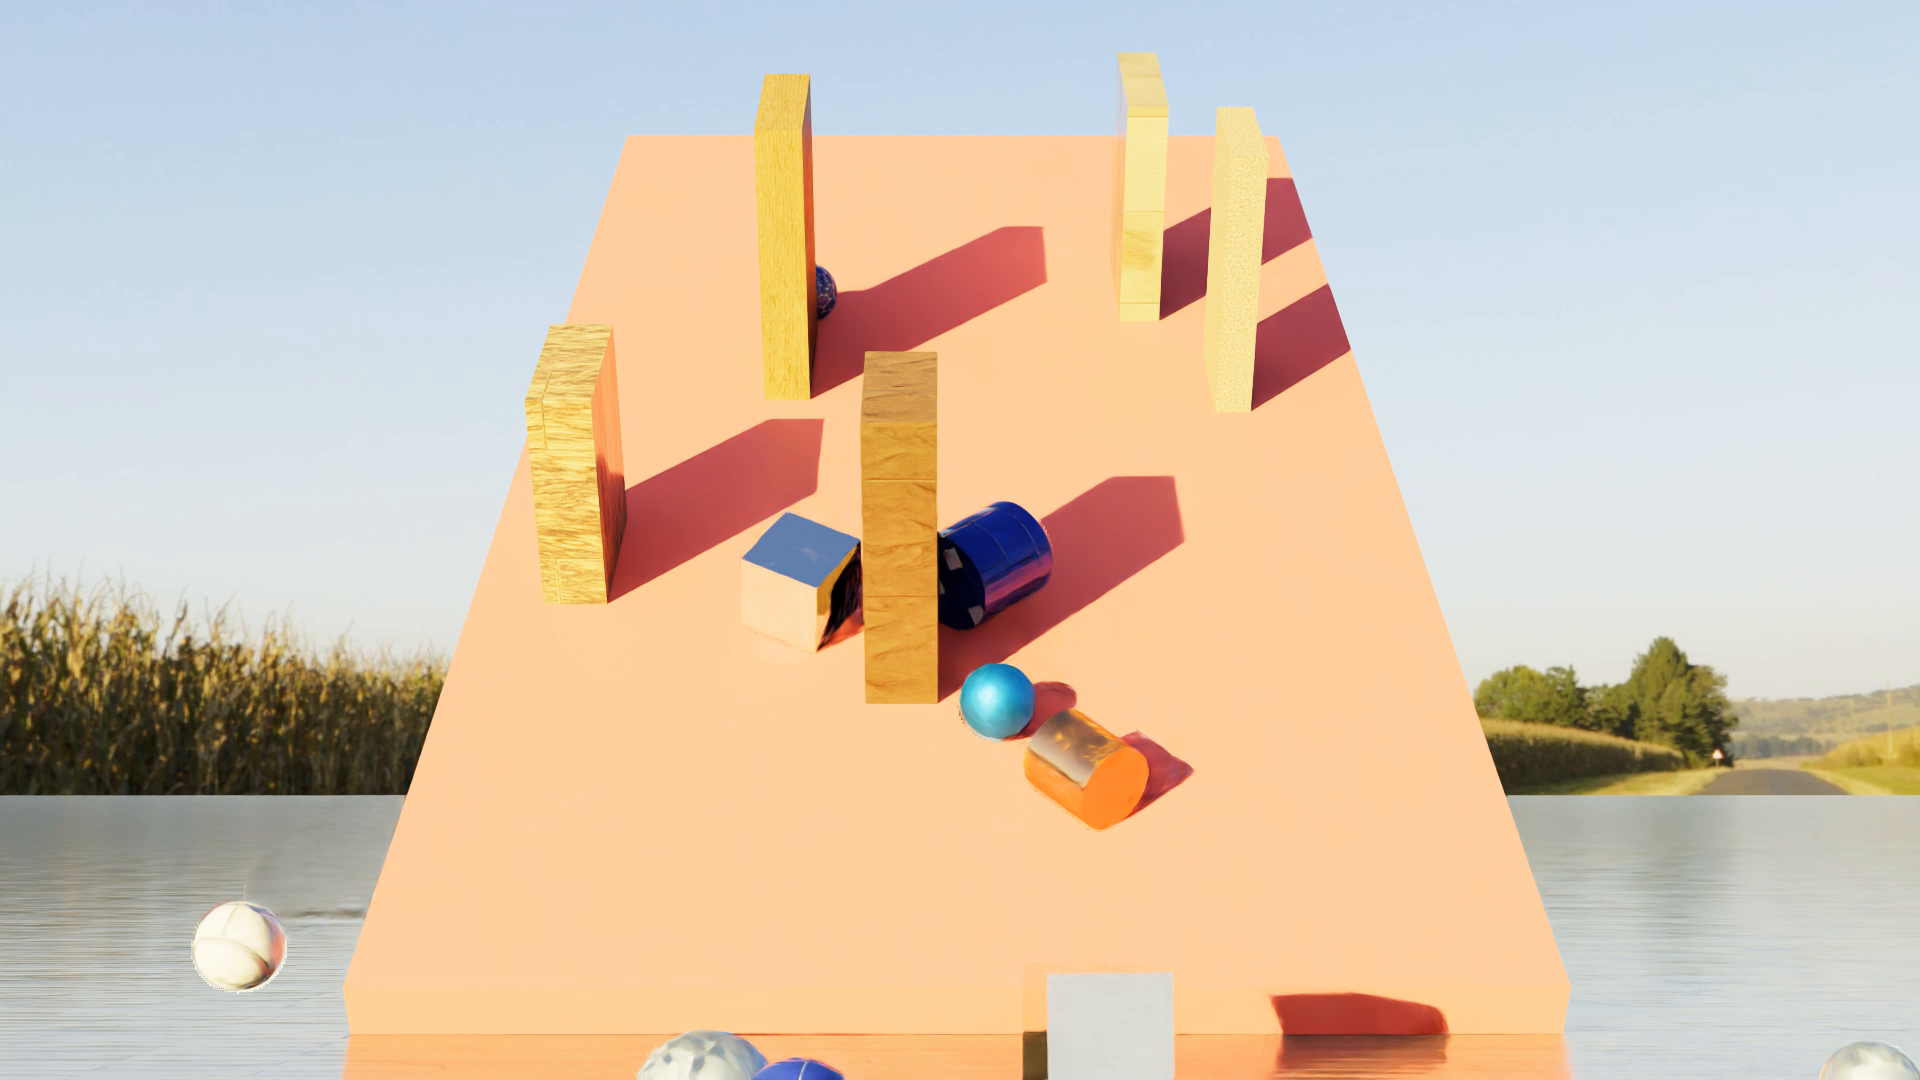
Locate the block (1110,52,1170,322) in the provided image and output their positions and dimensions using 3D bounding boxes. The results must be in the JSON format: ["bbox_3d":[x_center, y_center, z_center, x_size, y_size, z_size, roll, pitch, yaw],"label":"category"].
[{"bbox_3d":[0.461,-0.918,6.250,0.102,0.576,0.424,0,30,0],"label":"block"}]

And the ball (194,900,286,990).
[{"bbox_3d":[-1.183,0.666,3.957,0.146,0.146,0.146,0,-6,0],"label":"ball"}]

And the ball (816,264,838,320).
[{"bbox_3d":[-0.389,-0.634,6.173,0.151,0.151,0.151,0,-6,0],"label":"ball"}]

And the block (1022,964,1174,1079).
[{"bbox_3d":[0.180,0.650,3.178,0.167,0.167,0.167,1,-6,-10],"label":"block"}]

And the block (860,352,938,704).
[{"bbox_3d":[-0.113,-0.022,4.632,0.139,0.607,0.303,0,30,0],"label":"block"}]

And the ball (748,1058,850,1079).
[{"bbox_3d":[-0.159,0.579,2.361,0.140,0.140,0.140,0,-6,0],"label":"ball"}]

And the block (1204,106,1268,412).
[{"bbox_3d":[0.653,-0.667,5.736,0.083,0.646,0.326,0,30,0],"label":"block"}]

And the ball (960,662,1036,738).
[{"bbox_3d":[0.071,0.302,4.531,0.144,0.144,0.144,0,-6,0],"label":"ball"}]

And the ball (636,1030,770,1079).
[{"bbox_3d":[-0.260,0.581,2.469,0.155,0.155,0.155,0,-6,0],"label":"ball"}]

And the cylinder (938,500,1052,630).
[{"bbox_3d":[0.045,0.050,4.914,0.204,0.204,0.204,-28,14,-40],"label":"cylinder"}]

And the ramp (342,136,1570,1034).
[{"bbox_3d":[-0.013,-0.213,5.687,2.000,0.100,4.000,0,30,0],"label":"ramp"}]

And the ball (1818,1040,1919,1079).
[{"bbox_3d":[1.037,0.630,2.743,0.117,0.117,0.117,0,-6,0],"label":"ball"}]

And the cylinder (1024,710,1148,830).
[{"bbox_3d":[0.226,0.411,4.323,0.158,0.158,0.158,6,19,-44],"label":"cylinder"}]

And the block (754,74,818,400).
[{"bbox_3d":[-0.416,-0.730,5.805,0.108,0.681,0.394,0,30,0],"label":"block"}]

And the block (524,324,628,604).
[{"bbox_3d":[-0.794,-0.160,5.014,0.130,0.467,0.366,0,30,0],"label":"block"}]

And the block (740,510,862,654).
[{"bbox_3d":[-0.319,0.084,4.838,0.174,0.174,0.174,21,43,20],"label":"block"}]
